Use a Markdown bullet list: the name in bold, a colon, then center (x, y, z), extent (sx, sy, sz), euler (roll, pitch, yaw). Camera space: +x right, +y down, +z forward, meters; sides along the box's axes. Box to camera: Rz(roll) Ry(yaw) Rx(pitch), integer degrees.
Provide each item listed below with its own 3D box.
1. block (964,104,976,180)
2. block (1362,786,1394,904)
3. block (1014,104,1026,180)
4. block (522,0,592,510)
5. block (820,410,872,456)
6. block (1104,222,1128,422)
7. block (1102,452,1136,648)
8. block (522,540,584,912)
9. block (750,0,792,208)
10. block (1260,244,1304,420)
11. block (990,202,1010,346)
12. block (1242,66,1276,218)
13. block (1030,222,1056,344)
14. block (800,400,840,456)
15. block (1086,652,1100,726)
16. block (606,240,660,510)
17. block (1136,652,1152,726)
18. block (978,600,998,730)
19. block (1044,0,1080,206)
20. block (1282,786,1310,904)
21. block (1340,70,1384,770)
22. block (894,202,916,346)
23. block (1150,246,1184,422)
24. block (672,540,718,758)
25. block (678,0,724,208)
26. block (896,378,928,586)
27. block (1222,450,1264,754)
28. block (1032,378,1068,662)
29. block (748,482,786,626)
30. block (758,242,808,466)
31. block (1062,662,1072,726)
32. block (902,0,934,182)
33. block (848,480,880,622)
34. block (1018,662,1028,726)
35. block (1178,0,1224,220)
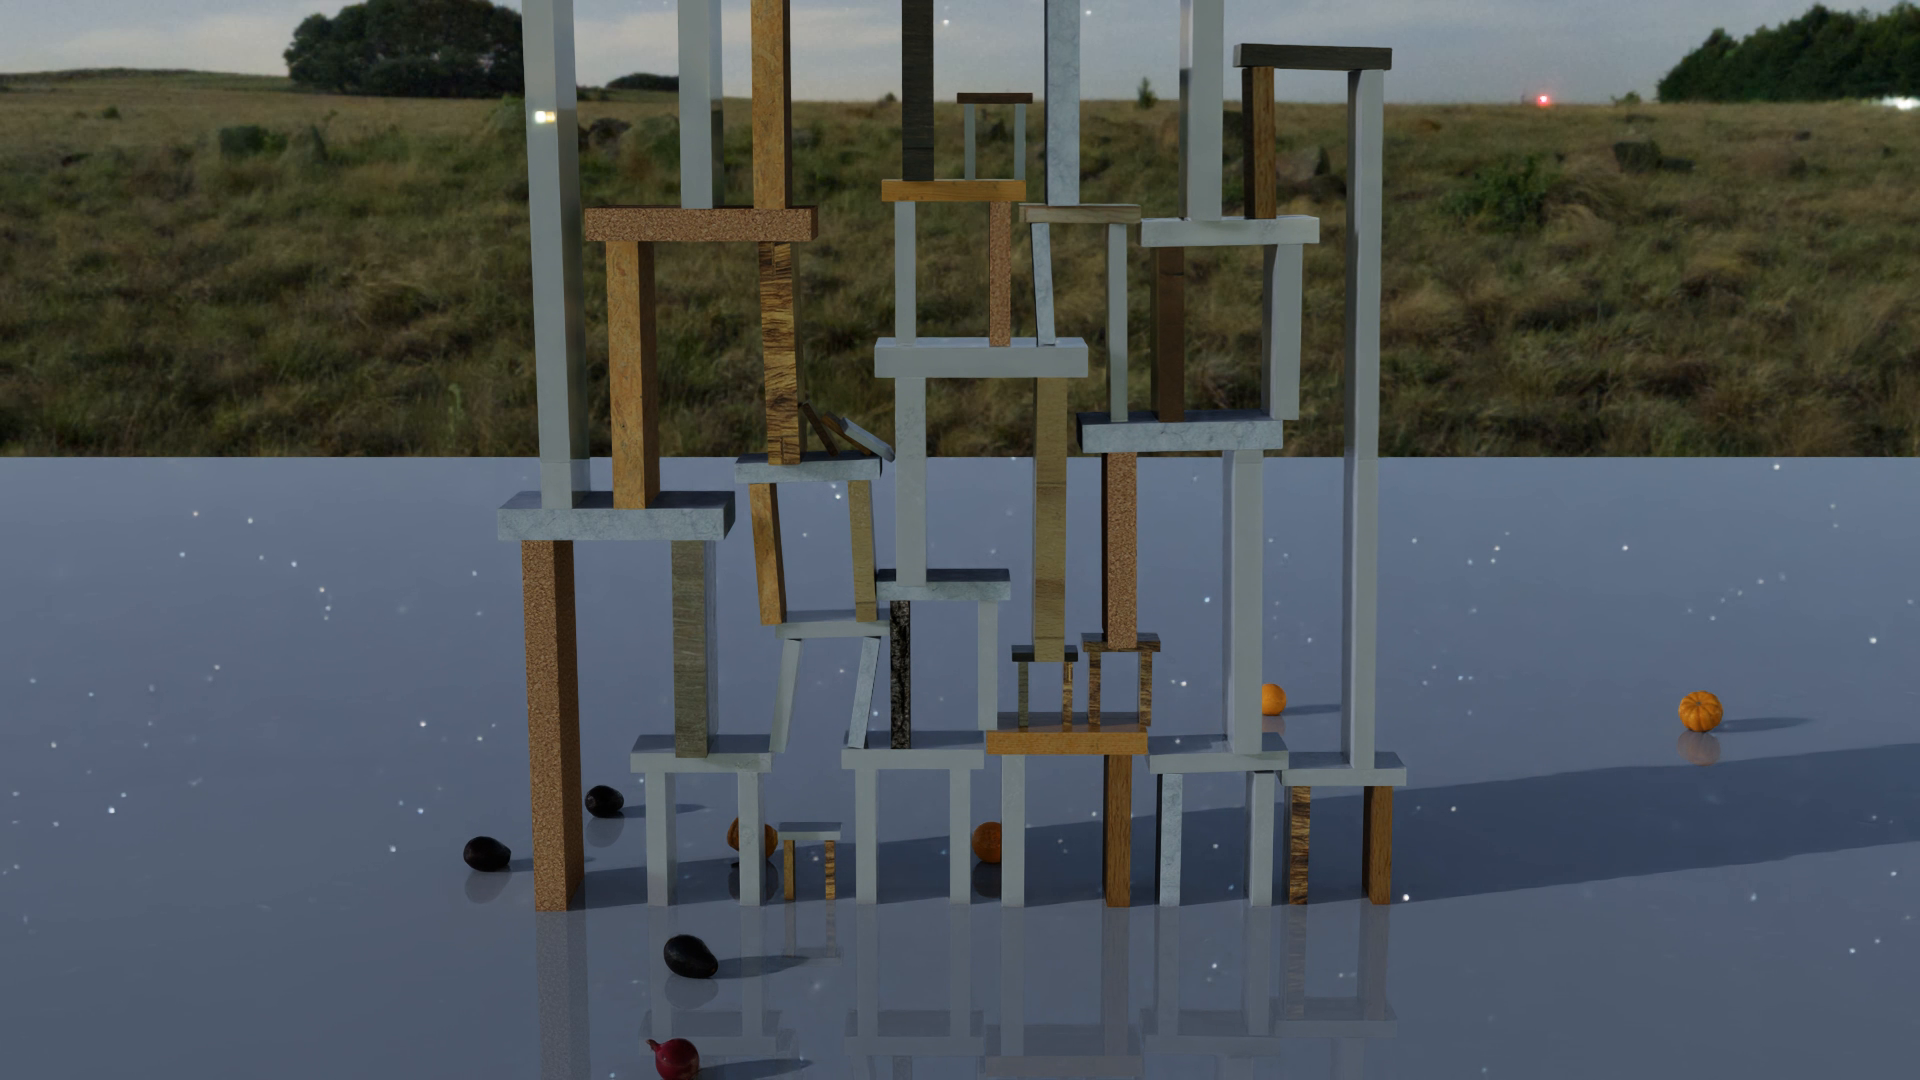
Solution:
- **block**: center (0.015, -0.623, 3.444), extent (0.017, 0.117, 0.059), euler (-1, 11, 0)
- **block**: center (0.692, 0.491, 3.648), extent (0.029, 0.203, 0.101), euler (-1, 11, 0)
- **block**: center (0.093, -0.623, 3.444), extent (0.017, 0.117, 0.059), euler (0, 11, 0)
- **block**: center (-0.635, -0.459, 3.470), extent (0.048, 0.803, 0.168), euler (0, 11, 1)
- **block**: center (-0.179, -0.171, 3.532), extent (0.095, 0.014, 0.048), euler (36, 11, -3)
- **block**: center (0.248, -0.348, 3.495), extent (0.027, 0.311, 0.094), euler (-1, 11, -1)
- **block**: center (0.257, 0.004, 3.560), extent (0.045, 0.315, 0.158), euler (-1, 10, 0)
- **block**: center (-0.668, 0.287, 3.617), extent (0.050, 0.615, 0.178), euler (0, 11, 0)
- **block**: center (-0.293, -0.712, 3.430), extent (0.048, 0.381, 0.169), euler (0, 11, 0)
- **block**: center (0.512, -0.336, 3.502), extent (0.039, 0.274, 0.137), euler (-1, 10, -1)
- **block**: center (0.063, -0.425, 3.483), extent (0.032, 0.223, 0.112), euler (0, 11, 0)
- **block**: center (0.469, -0.624, 3.453), extent (0.033, 0.231, 0.116), euler (-3, 11, -1)
- **block**: center (0.131, -0.408, 3.481), extent (0.027, 0.189, 0.094), euler (-4, 11, 1)
- **block**: center (-0.223, -0.180, 3.527), extent (0.014, 0.095, 0.048), euler (-30, 9, 6)
- **block**: center (0.219, 0.237, 3.606), extent (0.018, 0.125, 0.063), euler (0, 11, 0)
- **block**: center (-0.520, -0.270, 3.507), extent (0.049, 0.418, 0.174), euler (0, 11, 0)
- **block**: center (0.303, 0.237, 3.606), extent (0.018, 0.125, 0.063), euler (0, 11, 0)
- **block**: center (0.045, 0.193, 3.598), extent (0.030, 0.215, 0.108), euler (0, 11, 0)
- **block**: center (0.159, -0.692, 3.427), extent (0.047, 0.334, 0.167), euler (0, 11, 0)
- **block**: center (0.557, 0.491, 3.648), extent (0.029, 0.202, 0.101), euler (0, 11, 1)
- **block**: center (0.644, -0.185, 3.528), extent (0.033, 1.112, 0.116), euler (-1, 11, -1)
- **block**: center (-0.085, -0.425, 3.482), extent (0.032, 0.223, 0.112), euler (0, 11, 0)
- **block**: center (0.329, -0.332, 3.501), extent (0.039, 0.275, 0.137), euler (-1, 11, -1)
- **block**: center (-0.432, 0.159, 3.590), extent (0.050, 0.356, 0.178), euler (0, 11, 0)
- **block**: center (-0.403, -0.689, 3.427), extent (0.048, 0.336, 0.168), euler (0, 11, 0)
- **block**: center (-0.078, -0.105, 3.535), extent (0.047, 0.332, 0.166), euler (0, 11, 0)
- **block**: center (0.459, 0.088, 3.583), extent (0.045, 0.497, 0.157), euler (-1, 11, 0)
- **block**: center (0.143, -0.044, 3.548), extent (0.047, 0.455, 0.166), euler (0, 11, 0)
- **block**: center (-0.311, 0.013, 3.562), extent (0.033, 0.229, 0.115), euler (-4, 10, 1)
- **block**: center (-0.281, -0.305, 3.505), extent (0.049, 0.347, 0.174), euler (-2, 11, 0)
- **block**: center (0.176, 0.246, 3.609), extent (0.015, 0.107, 0.054), euler (0, 11, 0)
- **block**: center (-0.066, -0.731, 3.420), extent (0.048, 0.338, 0.169), euler (0, 11, -1)
- **block**: center (-0.156, 0.008, 3.561), extent (0.033, 0.229, 0.115), euler (-3, 10, 0)
- **block**: center (0.104, 0.246, 3.609), extent (0.015, 0.107, 0.054), euler (0, 11, 0)
- **block**: center (0.376, -0.683, 3.435), extent (0.047, 0.359, 0.167), euler (-1, 11, -1)
